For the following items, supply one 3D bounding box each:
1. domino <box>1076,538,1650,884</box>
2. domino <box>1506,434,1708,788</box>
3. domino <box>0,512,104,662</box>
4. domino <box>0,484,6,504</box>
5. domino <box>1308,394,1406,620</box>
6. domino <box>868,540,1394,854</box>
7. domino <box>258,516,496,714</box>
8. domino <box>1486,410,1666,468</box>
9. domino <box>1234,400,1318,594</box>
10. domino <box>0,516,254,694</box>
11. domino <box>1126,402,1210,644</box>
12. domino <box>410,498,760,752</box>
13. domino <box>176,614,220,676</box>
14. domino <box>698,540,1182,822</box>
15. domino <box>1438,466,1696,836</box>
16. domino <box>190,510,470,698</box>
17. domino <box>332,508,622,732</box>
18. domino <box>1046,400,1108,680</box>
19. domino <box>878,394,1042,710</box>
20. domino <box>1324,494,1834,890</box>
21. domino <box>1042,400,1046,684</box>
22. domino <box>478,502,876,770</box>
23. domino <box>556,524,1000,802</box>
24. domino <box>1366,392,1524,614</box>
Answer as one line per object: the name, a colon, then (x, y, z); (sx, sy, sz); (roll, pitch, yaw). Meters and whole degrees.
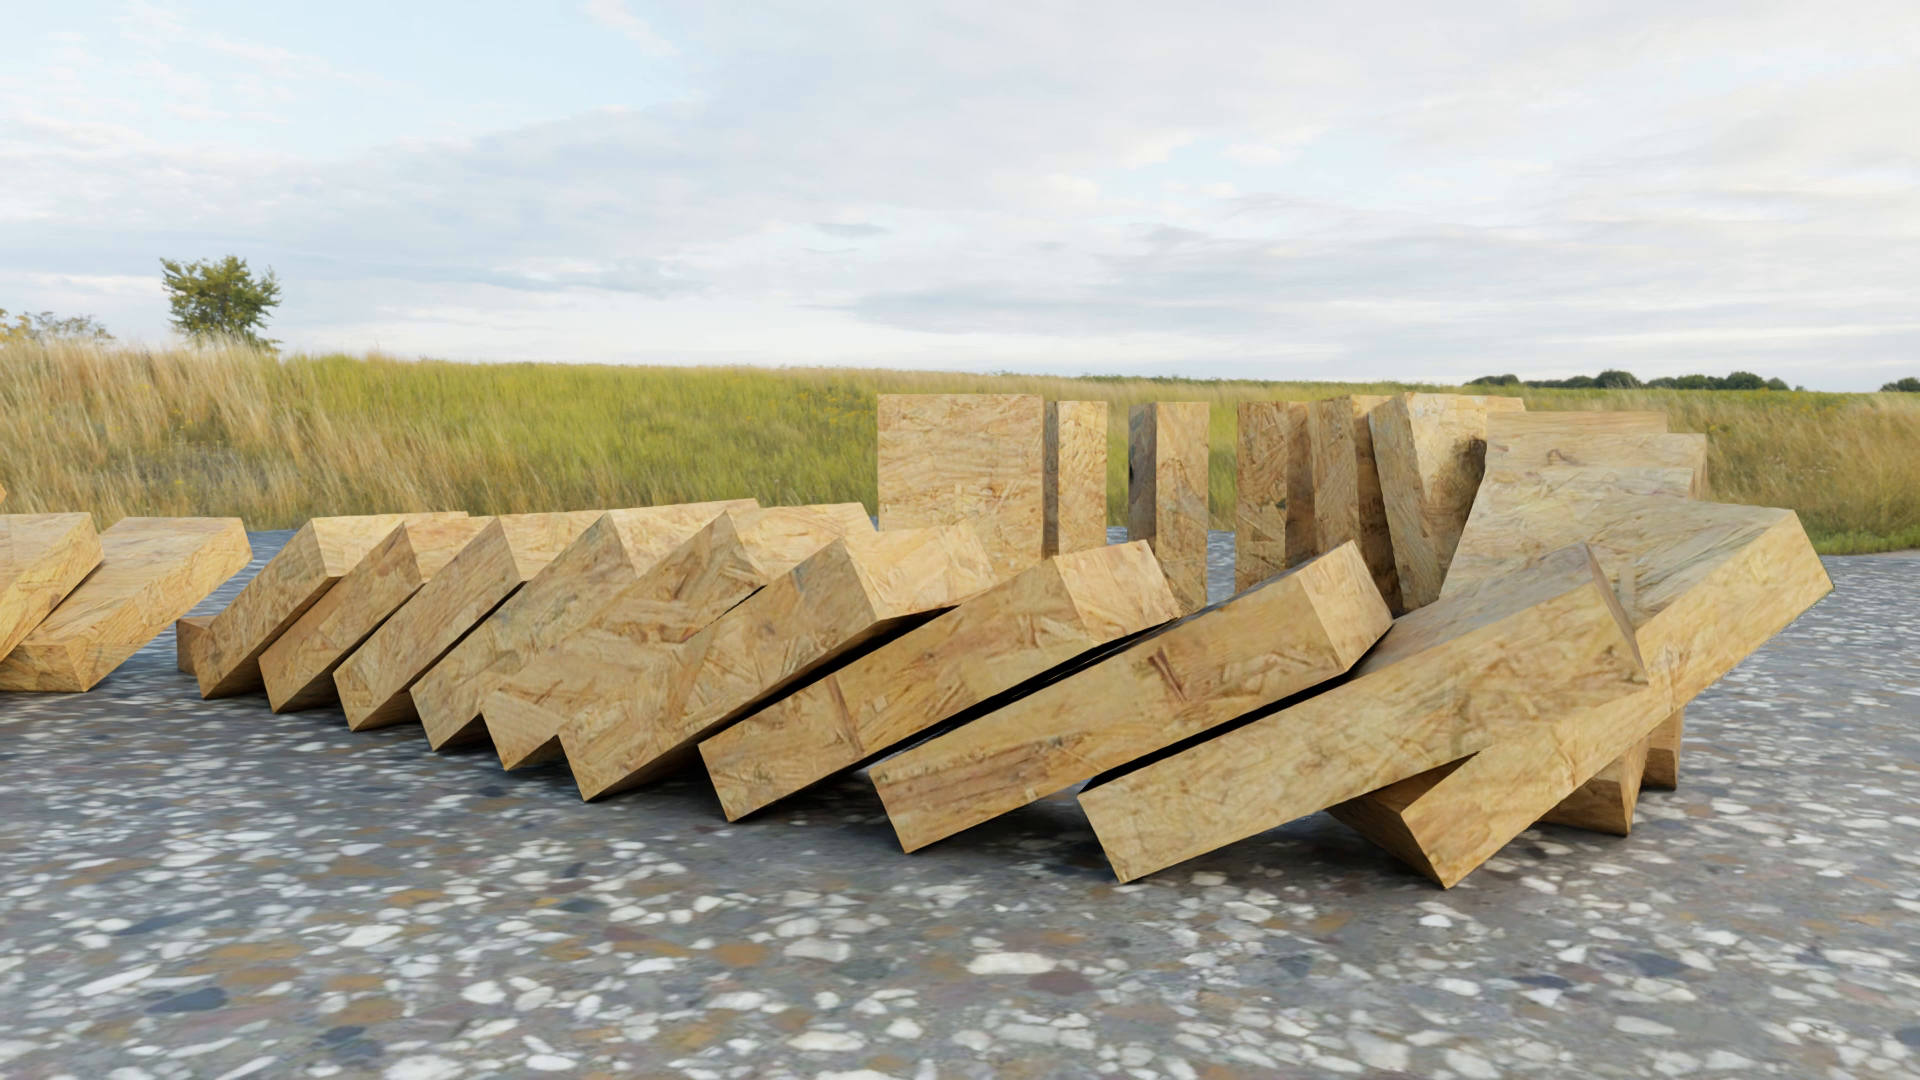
domino: (0.038, 0.017, 0.125); (0.050, 0.009, 0.025); (-28, -4, 25)
domino: (0.085, 0.008, 0.174); (0.025, 0.050, 0.009); (3, -36, 33)
domino: (-0.171, 0.011, 0.217); (0.025, 0.009, 0.050); (-2, 29, -5)
domino: (-0.173, 0.007, 0.198); (0.025, 0.009, 0.050); (-2, 46, -5)
domino: (0.075, 0.000, 0.225); (0.025, 0.050, 0.010); (-3, -1, -32)
domino: (0.018, 0.016, 0.133); (0.050, 0.010, 0.025); (-29, -7, 28)
domino: (-0.085, 0.012, 0.200); (0.050, 0.009, 0.025); (-31, -15, 34)
domino: (0.092, 0.004, 0.192); (0.025, 0.050, 0.009); (2, -27, 23)
domino: (0.061, 0.000, 0.240); (0.009, 0.050, 0.025); (3, 5, 36)
domino: (-0.160, 0.011, 0.241); (0.025, 0.009, 0.050); (0, 26, 6)
domino: (0.039, -0.001, 0.244); (0.009, 0.050, 0.025); (0, 4, -4)
domino: (-0.050, 0.012, 0.174); (0.050, 0.010, 0.025); (-35, -15, 32)
domino: (-0.122, 0.019, 0.252); (0.050, 0.009, 0.025); (-4, 6, -45)
domino: (-0.003, 0.016, 0.144); (0.050, 0.010, 0.025); (-29, -10, 27)
domino: (0.073, 0.011, 0.158); (0.025, 0.009, 0.050); (3, 45, 38)
domino: (-0.103, 0.011, 0.211); (0.050, 0.009, 0.025); (-31, -15, 35)
domino: (-0.067, 0.012, 0.187); (0.050, 0.009, 0.025); (-34, -16, 33)
domino: (0.017, 0.000, 0.239); (0.010, 0.050, 0.025); (-2, 5, -22)
domino: (0.000, 0.002, 0.201); (0.025, 0.050, 0.010); (0, 4, 0)
domino: (0.062, 0.014, 0.136); (0.050, 0.009, 0.025); (-35, 12, -6)
domino: (0.002, 0.001, 0.224); (0.025, 0.050, 0.010); (1, 4, 14)
domino: (-0.035, 0.012, 0.162); (0.050, 0.010, 0.025); (-34, -14, 29)
domino: (-0.022, 0.015, 0.152); (0.050, 0.009, 0.025); (-32, -13, 30)
domino: (0.084, 0.001, 0.211); (0.025, 0.050, 0.009); (0, -15, -22)
